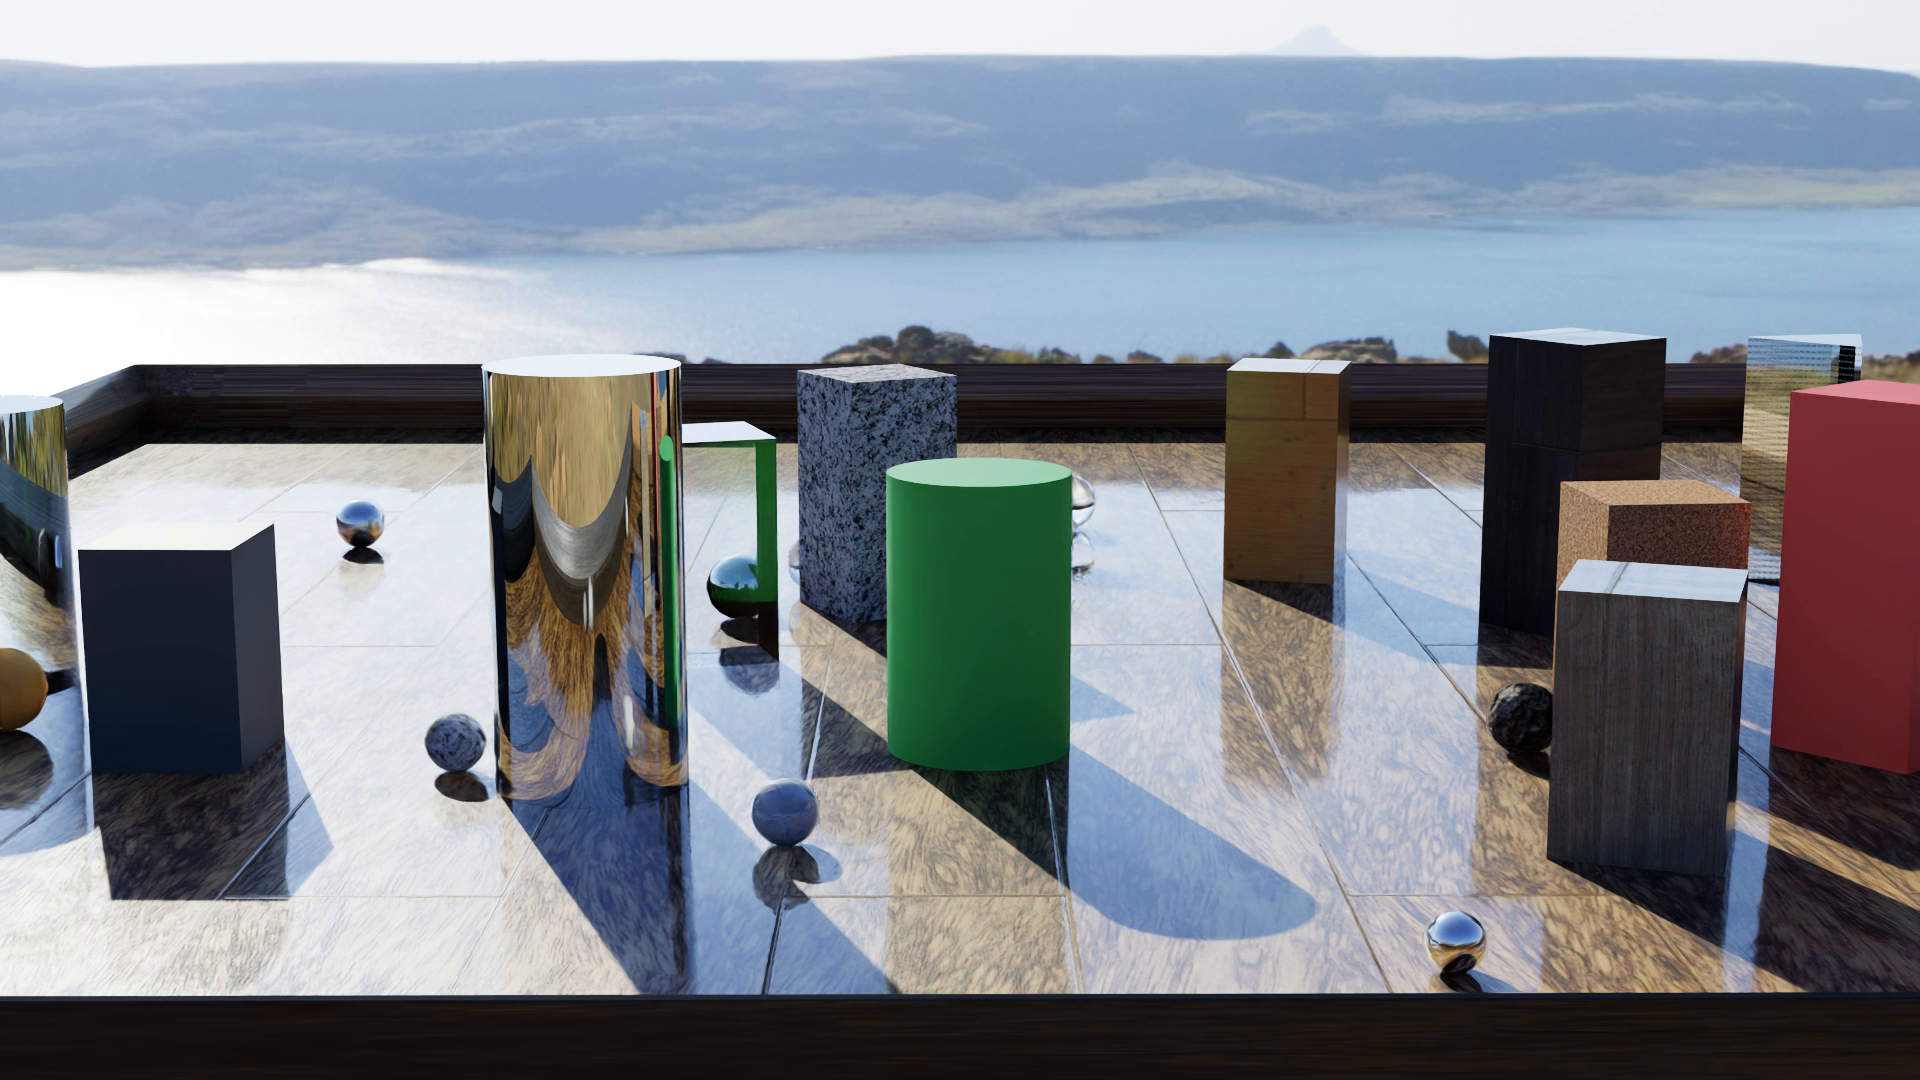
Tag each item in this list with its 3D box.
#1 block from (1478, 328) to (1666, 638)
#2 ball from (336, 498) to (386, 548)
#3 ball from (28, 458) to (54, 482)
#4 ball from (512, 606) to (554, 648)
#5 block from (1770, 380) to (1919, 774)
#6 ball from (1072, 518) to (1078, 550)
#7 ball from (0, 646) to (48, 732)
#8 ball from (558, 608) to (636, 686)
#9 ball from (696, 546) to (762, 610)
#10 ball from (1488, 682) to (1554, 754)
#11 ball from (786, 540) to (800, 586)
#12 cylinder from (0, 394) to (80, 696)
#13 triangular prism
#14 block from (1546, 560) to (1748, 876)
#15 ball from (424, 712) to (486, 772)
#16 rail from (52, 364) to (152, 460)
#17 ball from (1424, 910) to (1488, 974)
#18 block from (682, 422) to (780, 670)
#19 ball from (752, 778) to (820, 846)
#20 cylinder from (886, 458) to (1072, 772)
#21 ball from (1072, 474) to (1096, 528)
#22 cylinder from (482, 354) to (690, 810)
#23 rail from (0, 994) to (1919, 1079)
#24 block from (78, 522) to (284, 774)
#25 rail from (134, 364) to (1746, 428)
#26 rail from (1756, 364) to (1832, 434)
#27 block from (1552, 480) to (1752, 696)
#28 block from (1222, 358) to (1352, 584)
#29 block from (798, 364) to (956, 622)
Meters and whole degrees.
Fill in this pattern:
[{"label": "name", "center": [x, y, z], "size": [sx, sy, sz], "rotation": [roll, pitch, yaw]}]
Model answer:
[{"label": "block", "center": [0.798, -0.076, 3.349], "size": [0.158, 0.381, 0.158], "rotation": [-7, 13, -35]}, {"label": "ball", "center": [-0.916, -0.026, 3.918], "size": [0.075, 0.075, 0.075], "rotation": [0, 10, 0]}, {"label": "ball", "center": [-1.626, -0.124, 4.541], "size": [0.041, 0.041, 0.041], "rotation": [0, 10, 0]}, {"label": "ball", "center": [-0.541, 0.110, 3.249], "size": [0.052, 0.052, 0.052], "rotation": [0, 10, 0]}, {"label": "block", "center": [0.990, 0.034, 2.742], "size": [0.158, 0.386, 0.158], "rotation": [-9, 14, -41]}, {"label": "ball", "center": [0.130, -0.009, 3.791], "size": [0.088, 0.088, 0.088], "rotation": [0, 10, 0]}, {"label": "ball", "center": [-1.058, 0.165, 2.838], "size": [0.093, 0.093, 0.093], "rotation": [0, 10, 0]}, {"label": "ball", "center": [-0.431, 0.128, 3.043], "size": [0.092, 0.092, 0.092], "rotation": [0, 10, 0]}, {"label": "ball", "center": [-0.311, 0.052, 3.464], "size": [0.088, 0.088, 0.088], "rotation": [0, 10, 0]}, {"label": "ball", "center": [0.604, 0.191, 2.744], "size": [0.077, 0.077, 0.077], "rotation": [0, 10, 0]}, {"label": "ball", "center": [-0.199, 0.031, 3.581], "size": [0.086, 0.086, 0.086], "rotation": [0, 10, 0]}, {"label": "cylinder", "center": [-1.151, 0.007, 3.024], "size": [0.198, 0.335, 0.198], "rotation": [0, 10, 0]}, {"label": "triangular prism", "center": [1.224, -0.113, 3.638], "size": [0.148, 0.349, 0.171], "rotation": [-9, 14, -41]}, {"label": "block", "center": [0.646, 0.162, 2.408], "size": [0.158, 0.255, 0.158], "rotation": [4, 11, 20]}, {"label": "ball", "center": [-0.526, 0.210, 2.677], "size": [0.063, 0.063, 0.063], "rotation": [0, 10, 0]}, {"label": "rail", "center": [-1.639, 0.035, 3.440], "size": [0.045, 0.128, 3.596], "rotation": [0, 10, 0]}, {"label": "ball", "center": [0.403, 0.326, 2.084], "size": [0.050, 0.050, 0.050], "rotation": [0, 10, 0]}, {"label": "block", "center": [-0.324, 0.005, 3.192], "size": [0.158, 0.279, 0.158], "rotation": [-4, 11, -19]}, {"label": "ball", "center": [-0.165, 0.257, 2.422], "size": [0.064, 0.064, 0.064], "rotation": [0, 10, 0]}, {"label": "cylinder", "center": [0.020, 0.076, 2.750], "size": [0.198, 0.301, 0.198], "rotation": [0, 10, 0]}, {"label": "ball", "center": [0.172, -0.061, 4.076], "size": [0.087, 0.087, 0.087], "rotation": [0, 10, 0]}, {"label": "cylinder", "center": [-0.378, 0.037, 2.600], "size": [0.198, 0.431, 0.198], "rotation": [0, 10, 0]}, {"label": "rail", "center": [0.010, 0.356, 1.704], "size": [3.325, 0.128, 0.045], "rotation": [0, 10, 0]}, {"label": "block", "center": [-0.824, 0.112, 2.729], "size": [0.158, 0.237, 0.158], "rotation": [0, 10, 1]}, {"label": "rail", "center": [-0.010, -0.290, 5.193], "size": [3.325, 0.128, 0.045], "rotation": [0, 10, 0]}, {"label": "rail", "center": [1.639, 0.031, 3.458], "size": [0.045, 0.128, 3.596], "rotation": [0, 10, 0]}, {"label": "block", "center": [0.767, 0.076, 2.859], "size": [0.158, 0.262, 0.158], "rotation": [-1, 11, -6]}, {"label": "block", "center": [0.474, -0.103, 3.714], "size": [0.158, 0.301, 0.158], "rotation": [3, 11, 14]}, {"label": "block", "center": [-0.112, -0.067, 3.471], "size": [0.158, 0.319, 0.158], "rotation": [-6, 12, -30]}]
